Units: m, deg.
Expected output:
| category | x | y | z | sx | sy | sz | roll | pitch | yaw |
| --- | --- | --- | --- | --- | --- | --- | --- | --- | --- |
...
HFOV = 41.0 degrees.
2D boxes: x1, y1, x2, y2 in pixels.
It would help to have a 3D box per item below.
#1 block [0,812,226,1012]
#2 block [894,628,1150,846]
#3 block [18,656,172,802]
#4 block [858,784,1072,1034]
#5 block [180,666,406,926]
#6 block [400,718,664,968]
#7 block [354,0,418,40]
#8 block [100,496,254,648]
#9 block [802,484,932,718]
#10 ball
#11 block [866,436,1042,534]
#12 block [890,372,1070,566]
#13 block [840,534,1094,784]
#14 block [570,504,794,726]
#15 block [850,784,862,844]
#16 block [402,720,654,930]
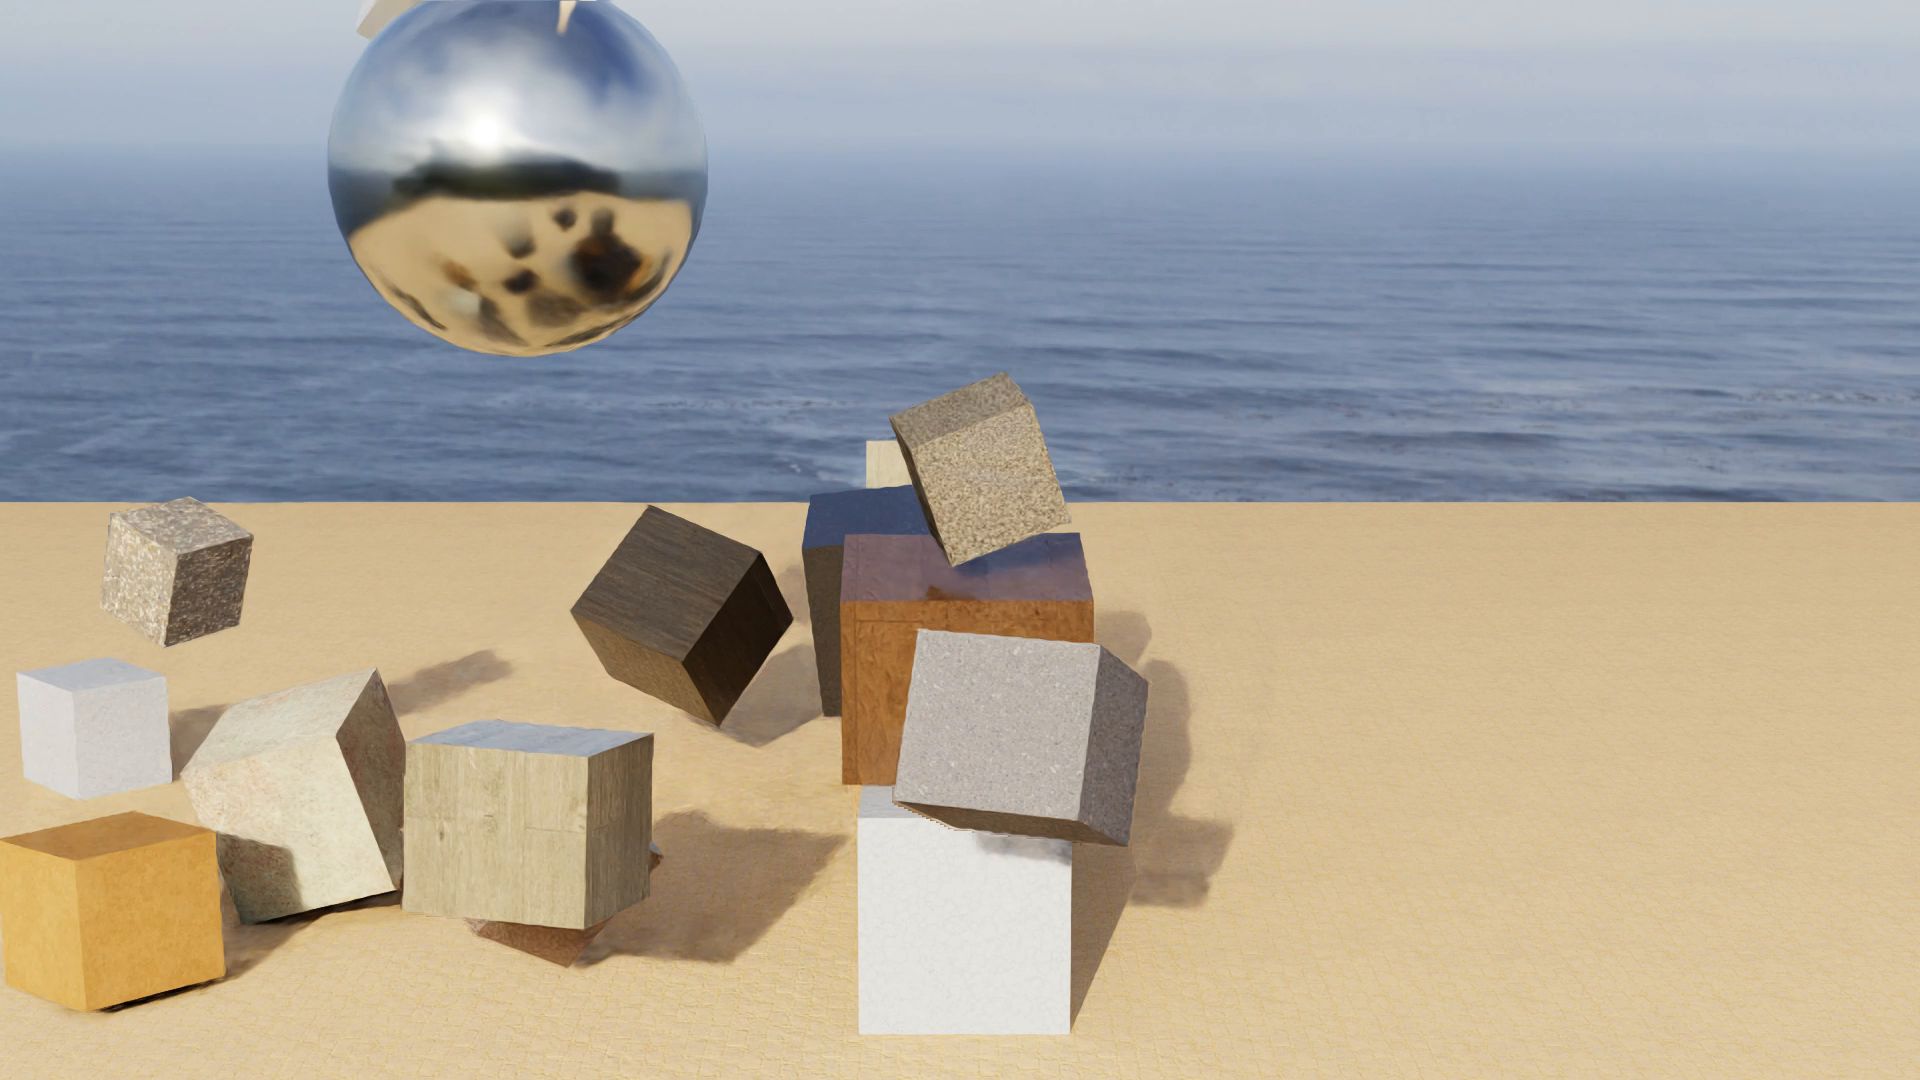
| category | x | y | z | sx | sy | sz | roll | pitch | yaw |
| --- | --- | --- | --- | --- | --- | --- | --- | --- | --- |
| block | -3.289 | 1.424 | 9.933 | 0.610 | 0.575 | 0.586 | 4 | 9 | 42 |
| block | 0.209 | 0.643 | 8.253 | 0.600 | 0.548 | 0.642 | 4 | -12 | 19 |
| block | -4.341 | 0.939 | 12.870 | 0.492 | 0.546 | 0.599 | -10 | 14 | -44 |
| block | 0.016 | 1.356 | 9.789 | 0.781 | 0.828 | 0.736 | 0 | 10 | 0 |
| block | -2.753 | 1.078 | 10.885 | 0.674 | 0.724 | 0.714 | -14 | 19 | 7 |
| block | -1.657 | 1.179 | 9.952 | 0.622 | 0.583 | 0.572 | 43 | 4 | 36 |
| block | -2.329 | -2.459 | 11.472 | 0.520 | 0.495 | 0.445 | 24 | -38 | -27 |
| block | -3.634 | 0.144 | 11.905 | 0.440 | 0.479 | 0.450 | 27 | 26 | 25 |
| block | -0.205 | 0.229 | 10.784 | 0.797 | 0.741 | 0.715 | -6 | 19 | 2 |
| ball | -1.867 | -1.577 | 10.894 | 1.600 | 1.600 | 1.600 | 0 | 10 | 0 |
| block | -0.016 | -0.013 | 12.348 | 0.817 | 0.949 | 0.903 | 0 | 4 | 1 |
| block | 0.071 | -0.273 | 9.718 | 0.481 | 0.495 | 0.455 | -21 | 21 | -4 |
| block | 0.017 | 0.453 | 10.048 | 0.944 | 0.740 | 0.811 | 0 | 18 | -1 |
| block | -1.379 | 0.376 | 12.817 | 0.704 | 0.623 | 0.695 | 22 | 64 | 26 |
| block | -0.051 | 0.961 | 11.390 | 0.836 | 0.952 | 0.794 | -6 | 10 | 1 |
| block | -1.480 | 0.967 | 8.835 | 0.667 | 0.579 | 0.554 | 3 | 5 | 16 |
